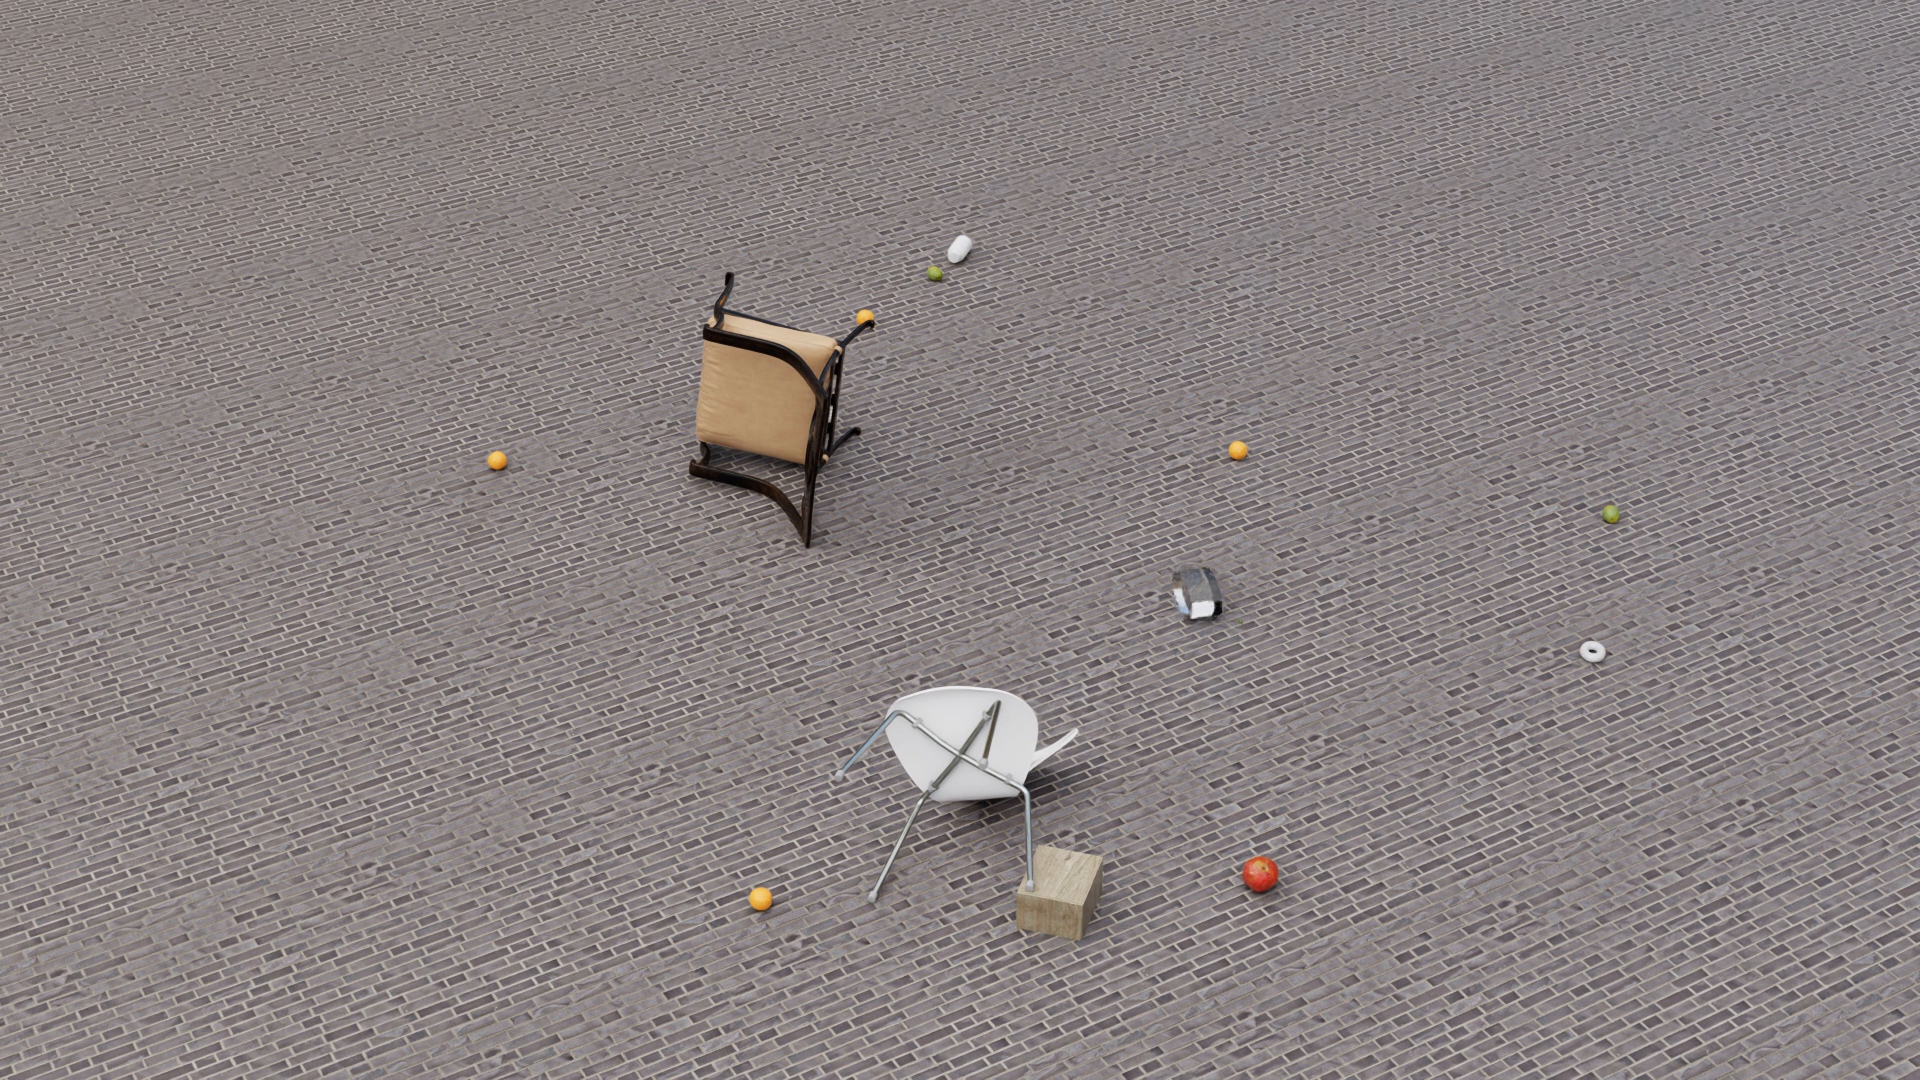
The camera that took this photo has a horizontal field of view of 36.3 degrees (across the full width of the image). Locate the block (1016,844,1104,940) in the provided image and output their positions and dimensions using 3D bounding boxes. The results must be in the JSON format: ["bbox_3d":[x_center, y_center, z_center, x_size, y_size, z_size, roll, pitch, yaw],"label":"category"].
[{"bbox_3d":[0.312,1.099,9.147,0.210,0.142,0.244,10,35,14],"label":"block"}]

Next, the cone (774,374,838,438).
[{"bbox_3d":[-0.615,-0.576,11.635,0.257,0.202,0.325,-2,33,-2],"label":"cone"}]

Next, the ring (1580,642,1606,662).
[{"bbox_3d":[2.228,0.394,10.321,0.089,0.029,0.116,4,33,8],"label":"ring"}]
